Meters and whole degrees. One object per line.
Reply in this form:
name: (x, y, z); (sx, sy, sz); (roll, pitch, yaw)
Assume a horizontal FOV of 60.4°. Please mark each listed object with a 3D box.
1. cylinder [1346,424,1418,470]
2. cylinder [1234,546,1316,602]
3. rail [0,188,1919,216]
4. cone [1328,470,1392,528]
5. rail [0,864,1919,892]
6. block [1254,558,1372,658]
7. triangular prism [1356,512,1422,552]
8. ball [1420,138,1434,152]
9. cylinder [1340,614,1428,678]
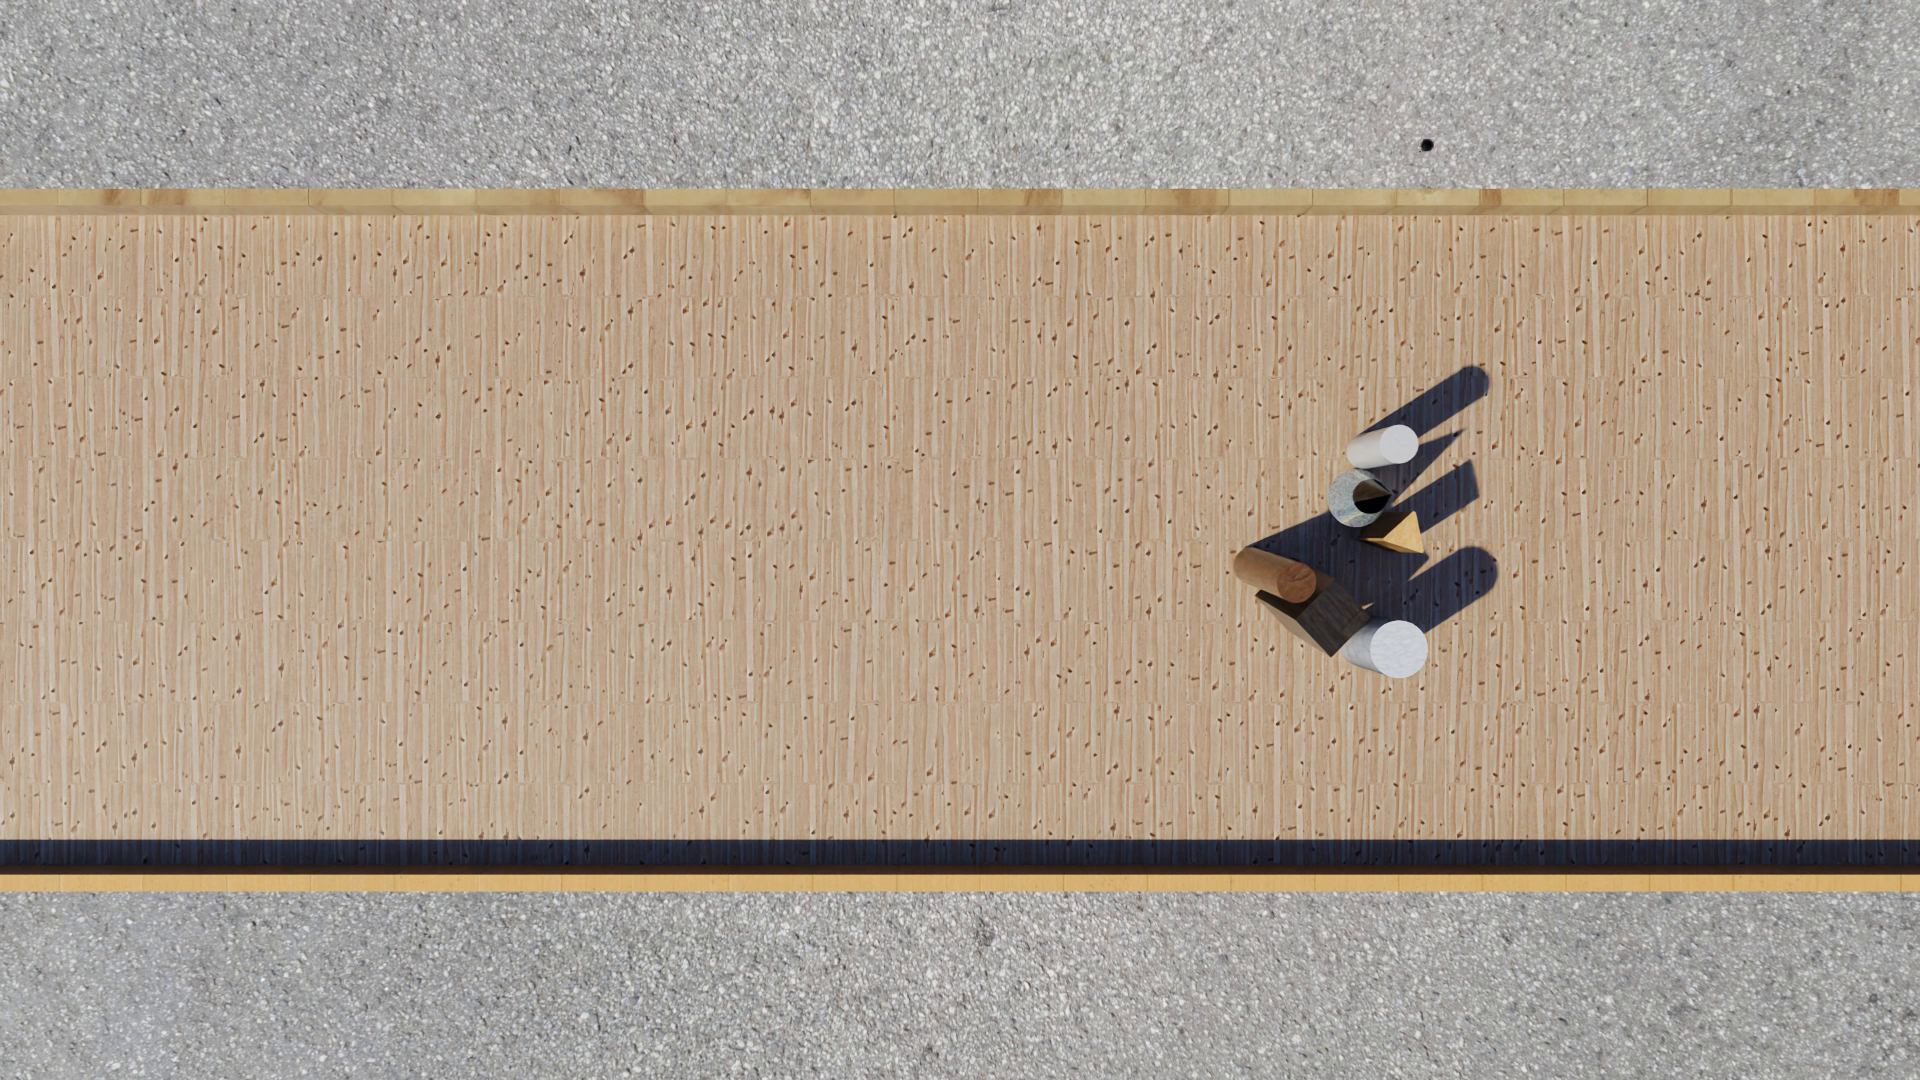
cylinder: (1.244, -0.272, 4.875); (0.109, 0.403, 0.109); (0, 90, 0)
cylinder: (0.926, 0.099, 4.871); (0.117, 0.396, 0.117); (-1, 96, -8)
rail: (-2.247, -1.025, 5.002); (12.000, 0.150, 0.050); (0, 90, 0)
cone: (1.221, -0.129, 4.868); (0.179, 0.417, 0.179); (0, 90, 0)
rail: (-2.247, 1.025, 5.001); (12.000, 0.150, 0.050); (0, 90, 0)
block: (1.043, 0.196, 4.898); (0.165, 0.326, 0.165); (-45, 105, 0)
triangular prism: (1.295, -0.033, 4.918); (0.121, 0.316, 0.105); (18, 90, 0)
ball: (6.371, -5.386, 22.507); (0.175, 0.175, 0.175); (0, 90, 0)
cylinder: (1.245, 0.310, 4.876); (0.164, 0.401, 0.164); (0, 90, 0)
